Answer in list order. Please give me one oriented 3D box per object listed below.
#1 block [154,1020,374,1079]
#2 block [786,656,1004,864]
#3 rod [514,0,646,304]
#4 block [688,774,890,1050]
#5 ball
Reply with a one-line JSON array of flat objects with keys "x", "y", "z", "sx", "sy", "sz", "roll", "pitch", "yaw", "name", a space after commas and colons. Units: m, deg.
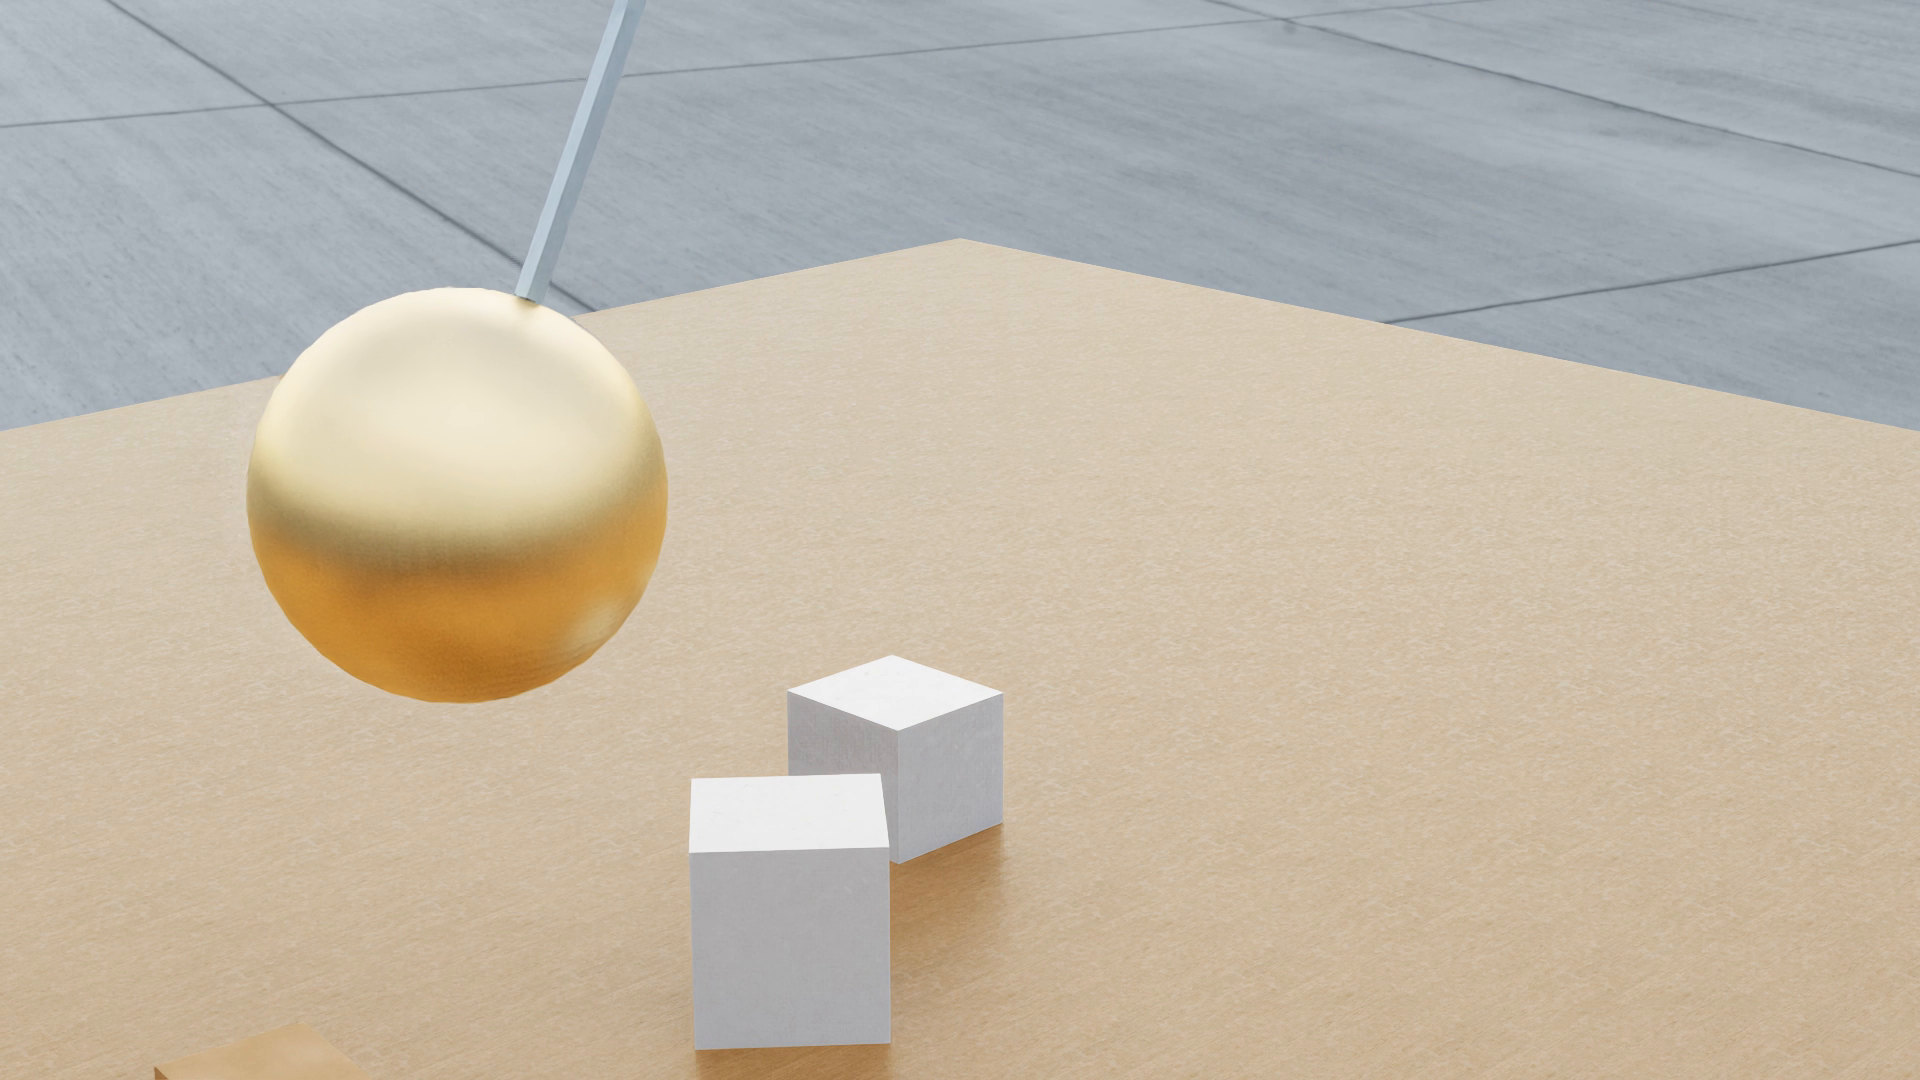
[{"x": -2.452, "y": 2.169, "z": 10.411, "sx": 0.572, "sy": 0.619, "sz": 0.564, "roll": -13, "pitch": 22, "yaw": -35, "name": "block"}, {"x": -0.307, "y": 1.031, "z": 13.959, "sx": 0.753, "sy": 0.662, "sz": 0.697, "roll": 16, "pitch": 24, "yaw": 42, "name": "block"}, {"x": -0.833, "y": -3.389, "z": 11.403, "sx": 0.080, "sy": 5.200, "sz": 0.080, "roll": 17, "pitch": -3, "yaw": 42, "name": "rod"}, {"x": -0.702, "y": 1.519, "z": 12.076, "sx": 0.790, "sy": 0.862, "sz": 0.773, "roll": -1, "pitch": 17, "yaw": -4, "name": "block"}, {"x": -1.923, "y": -0.171, "z": 11.272, "sx": 1.600, "sy": 1.600, "sz": 1.600, "roll": 0, "pitch": 17, "yaw": 0, "name": "ball"}]
